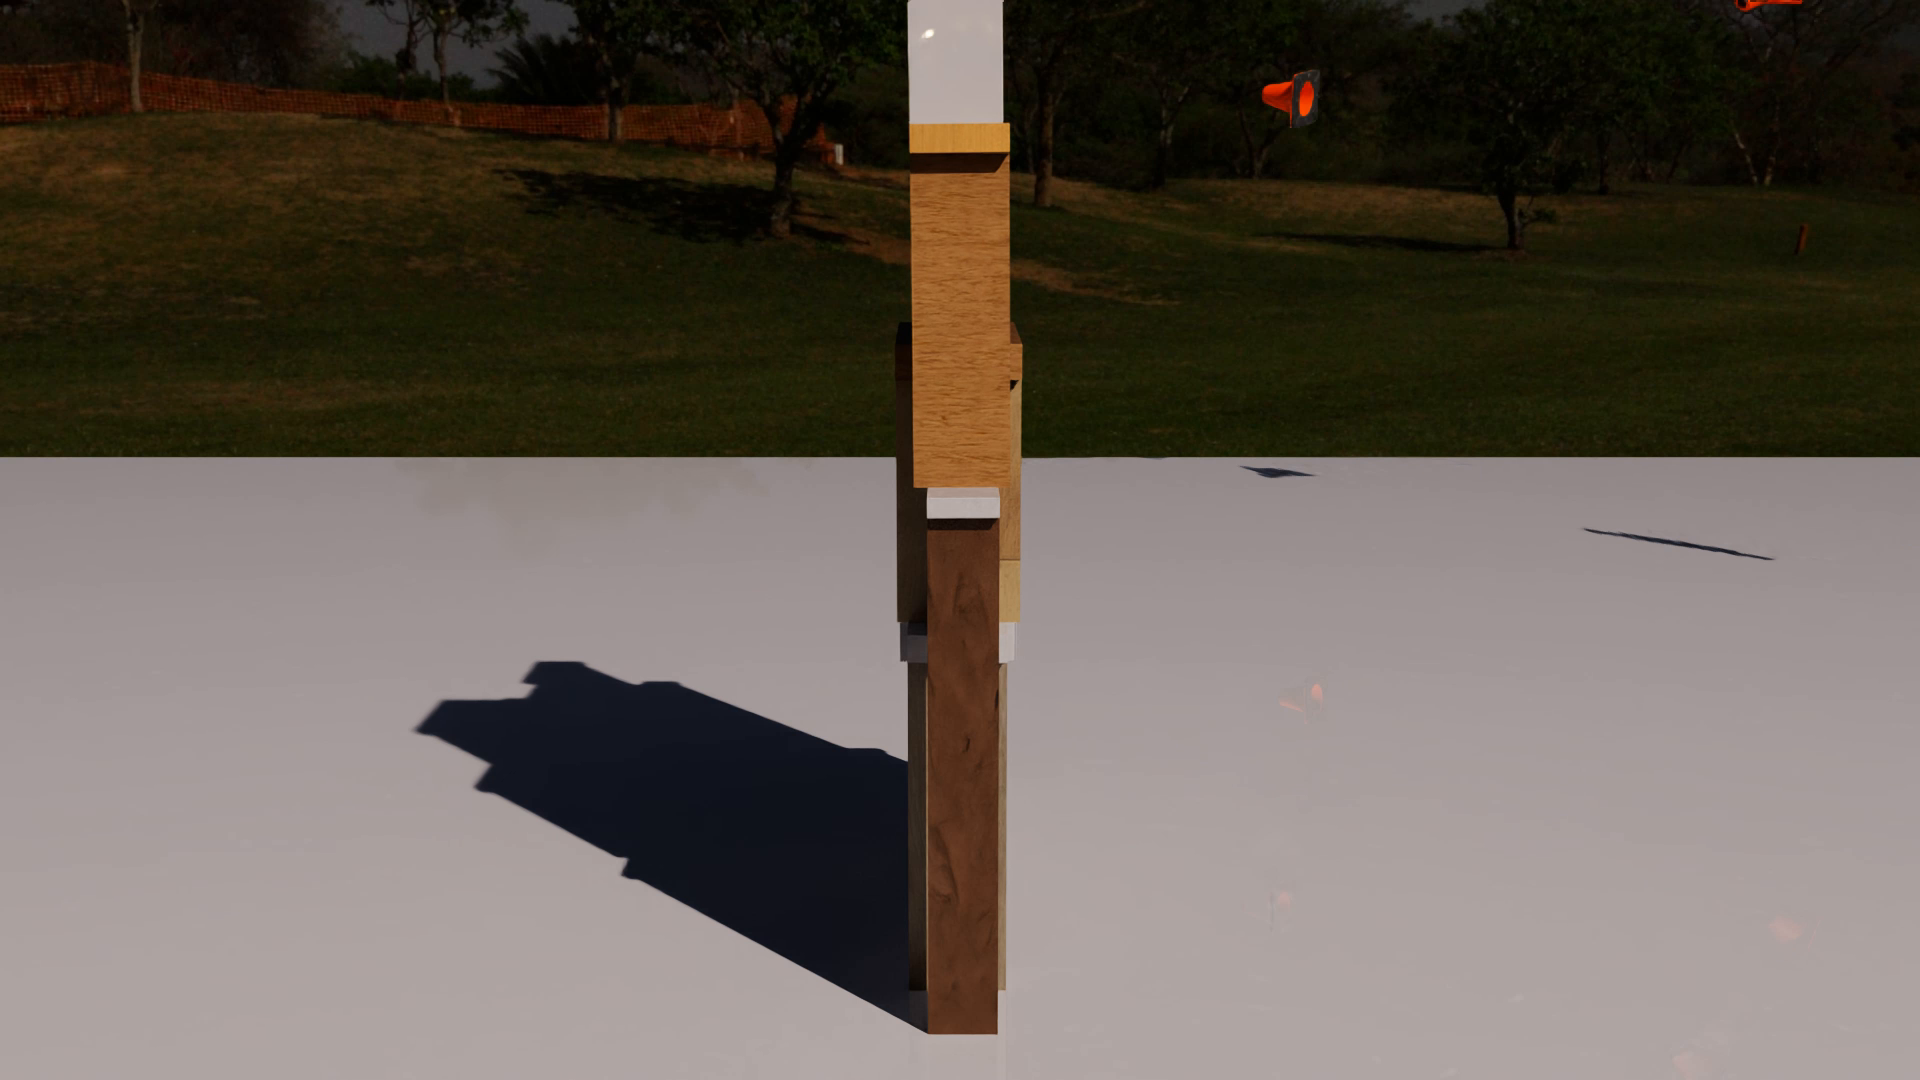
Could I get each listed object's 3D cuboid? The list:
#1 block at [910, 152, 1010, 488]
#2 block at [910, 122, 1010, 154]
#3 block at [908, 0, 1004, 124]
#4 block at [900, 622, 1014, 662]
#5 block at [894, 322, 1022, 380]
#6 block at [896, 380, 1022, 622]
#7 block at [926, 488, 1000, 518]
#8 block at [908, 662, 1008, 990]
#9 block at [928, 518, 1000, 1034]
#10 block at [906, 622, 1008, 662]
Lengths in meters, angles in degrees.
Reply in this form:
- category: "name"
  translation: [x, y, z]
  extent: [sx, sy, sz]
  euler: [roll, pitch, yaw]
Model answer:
- category: "block"
  translation: [0.001, -0.299, 3.003]
  extent: [0.133, 0.453, 0.038]
  euler: [0, 10, 0]
- category: "block"
  translation: [0.000, -0.556, 3.045]
  extent: [0.133, 0.038, 0.266]
  euler: [-1, 10, 0]
- category: "block"
  translation: [-0.006, -0.713, 3.066]
  extent: [0.131, 0.263, 0.037]
  euler: [-1, 11, 0]
- category: "block"
  translation: [-0.005, -0.047, 3.447]
  extent: [0.180, 0.475, 0.051]
  euler: [0, 11, -1]
- category: "block"
  translation: [-0.004, -0.284, 3.281]
  extent: [0.180, 0.051, 0.359]
  euler: [0, 11, -1]
- category: "block"
  translation: [-0.002, -0.061, 3.202]
  extent: [0.180, 0.359, 0.051]
  euler: [0, 11, 0]
- category: "block"
  translation: [0.004, -0.060, 3.036]
  extent: [0.098, 0.028, 0.195]
  euler: [0, 10, 0]
- category: "block"
  translation: [-0.004, 0.415, 3.229]
  extent: [0.144, 0.505, 0.041]
  euler: [0, 10, 0]
- category: "block"
  translation: [0.004, 0.330, 3.043]
  extent: [0.098, 0.741, 0.028]
  euler: [0, 11, 0]
- category: "block"
  translation: [-0.004, 0.129, 3.274]
  extent: [0.144, 0.041, 0.287]
  euler: [0, 11, 0]
